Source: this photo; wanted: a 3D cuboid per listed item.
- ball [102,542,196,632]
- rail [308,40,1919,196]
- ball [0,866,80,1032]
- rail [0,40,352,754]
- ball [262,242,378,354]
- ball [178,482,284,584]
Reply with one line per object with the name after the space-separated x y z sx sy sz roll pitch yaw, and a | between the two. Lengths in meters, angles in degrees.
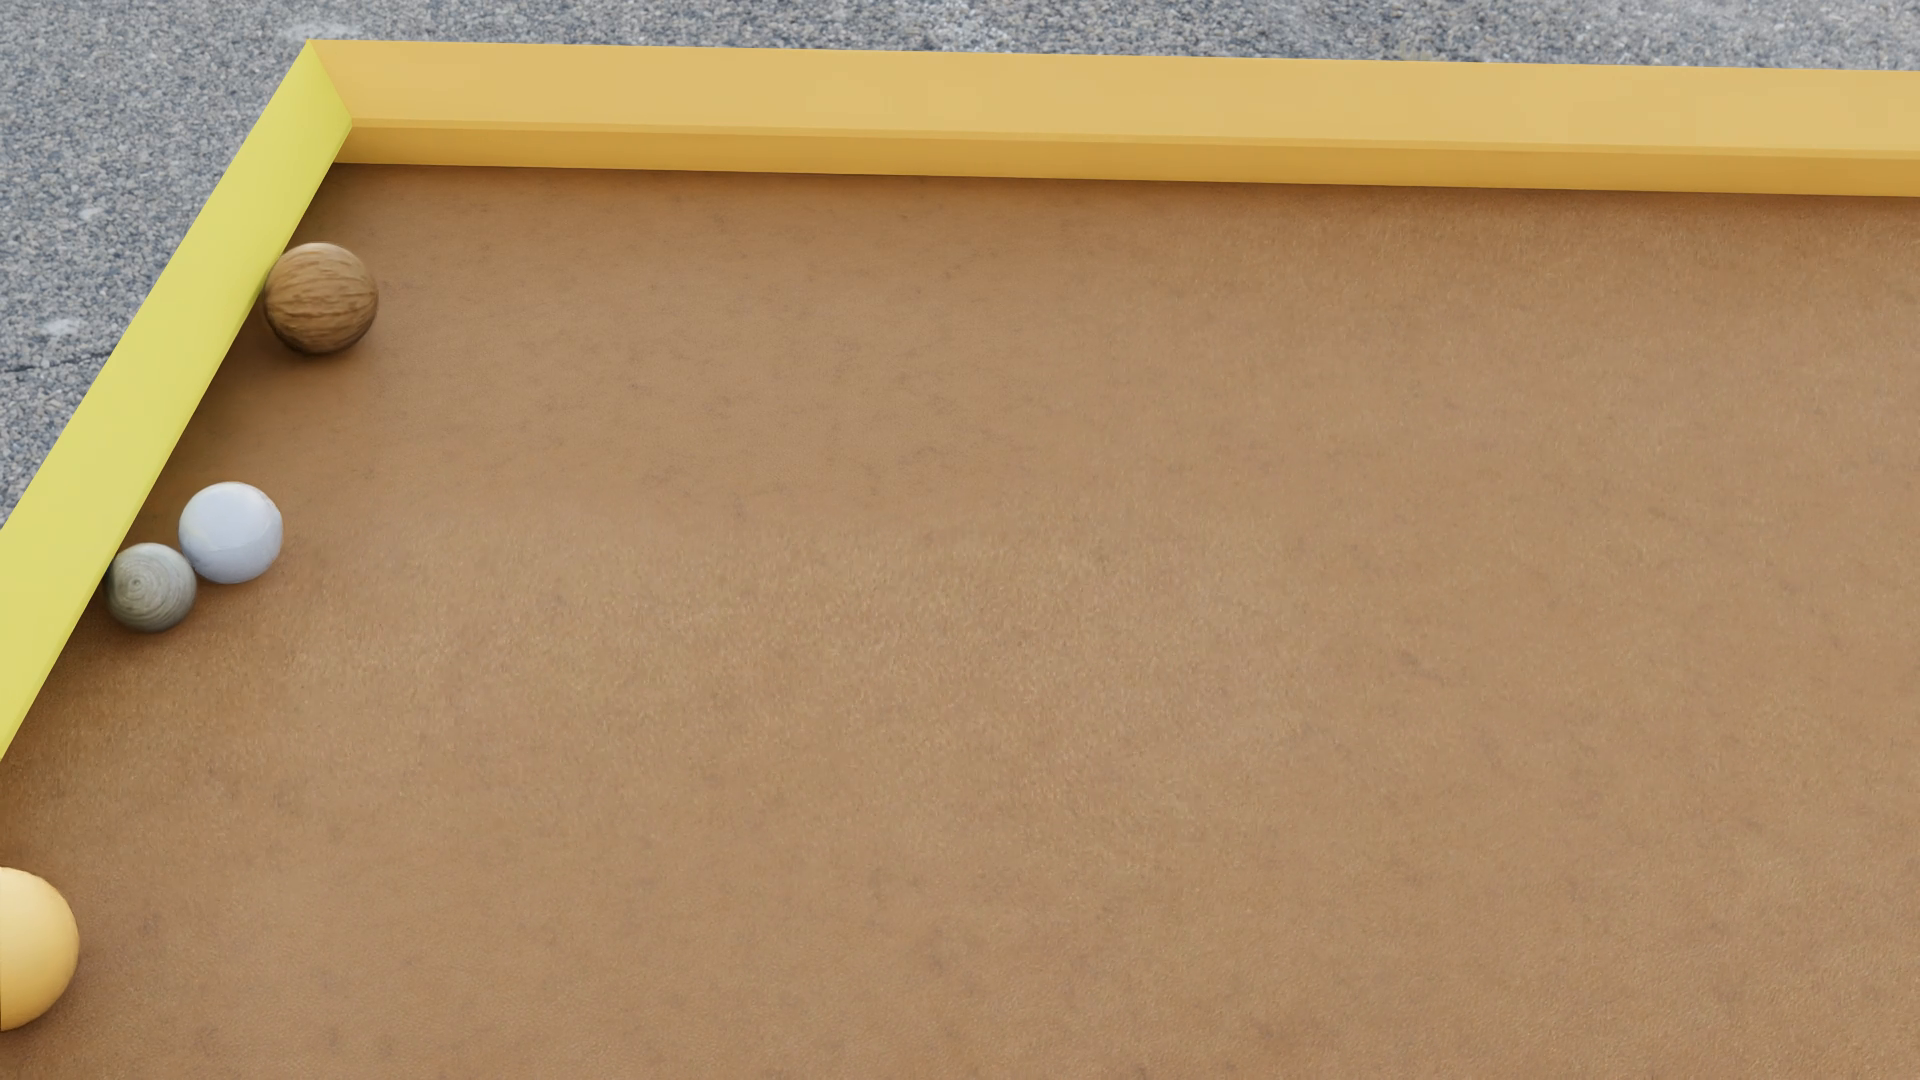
-0.591 0.035 1.871 0.066 0.066 0.066 0 35 0 | ball
0.685 -0.375 2.407 2.619 0.127 0.045 2 35 2 | rail
-0.580 0.245 1.539 0.098 0.098 0.098 0 35 0 | ball
-0.630 -0.038 1.920 0.045 0.127 1.357 2 35 2 | rail
-0.547 -0.206 2.192 0.095 0.095 0.095 0 35 0 | ball
-0.545 -0.006 1.920 0.076 0.076 0.076 0 35 0 | ball
